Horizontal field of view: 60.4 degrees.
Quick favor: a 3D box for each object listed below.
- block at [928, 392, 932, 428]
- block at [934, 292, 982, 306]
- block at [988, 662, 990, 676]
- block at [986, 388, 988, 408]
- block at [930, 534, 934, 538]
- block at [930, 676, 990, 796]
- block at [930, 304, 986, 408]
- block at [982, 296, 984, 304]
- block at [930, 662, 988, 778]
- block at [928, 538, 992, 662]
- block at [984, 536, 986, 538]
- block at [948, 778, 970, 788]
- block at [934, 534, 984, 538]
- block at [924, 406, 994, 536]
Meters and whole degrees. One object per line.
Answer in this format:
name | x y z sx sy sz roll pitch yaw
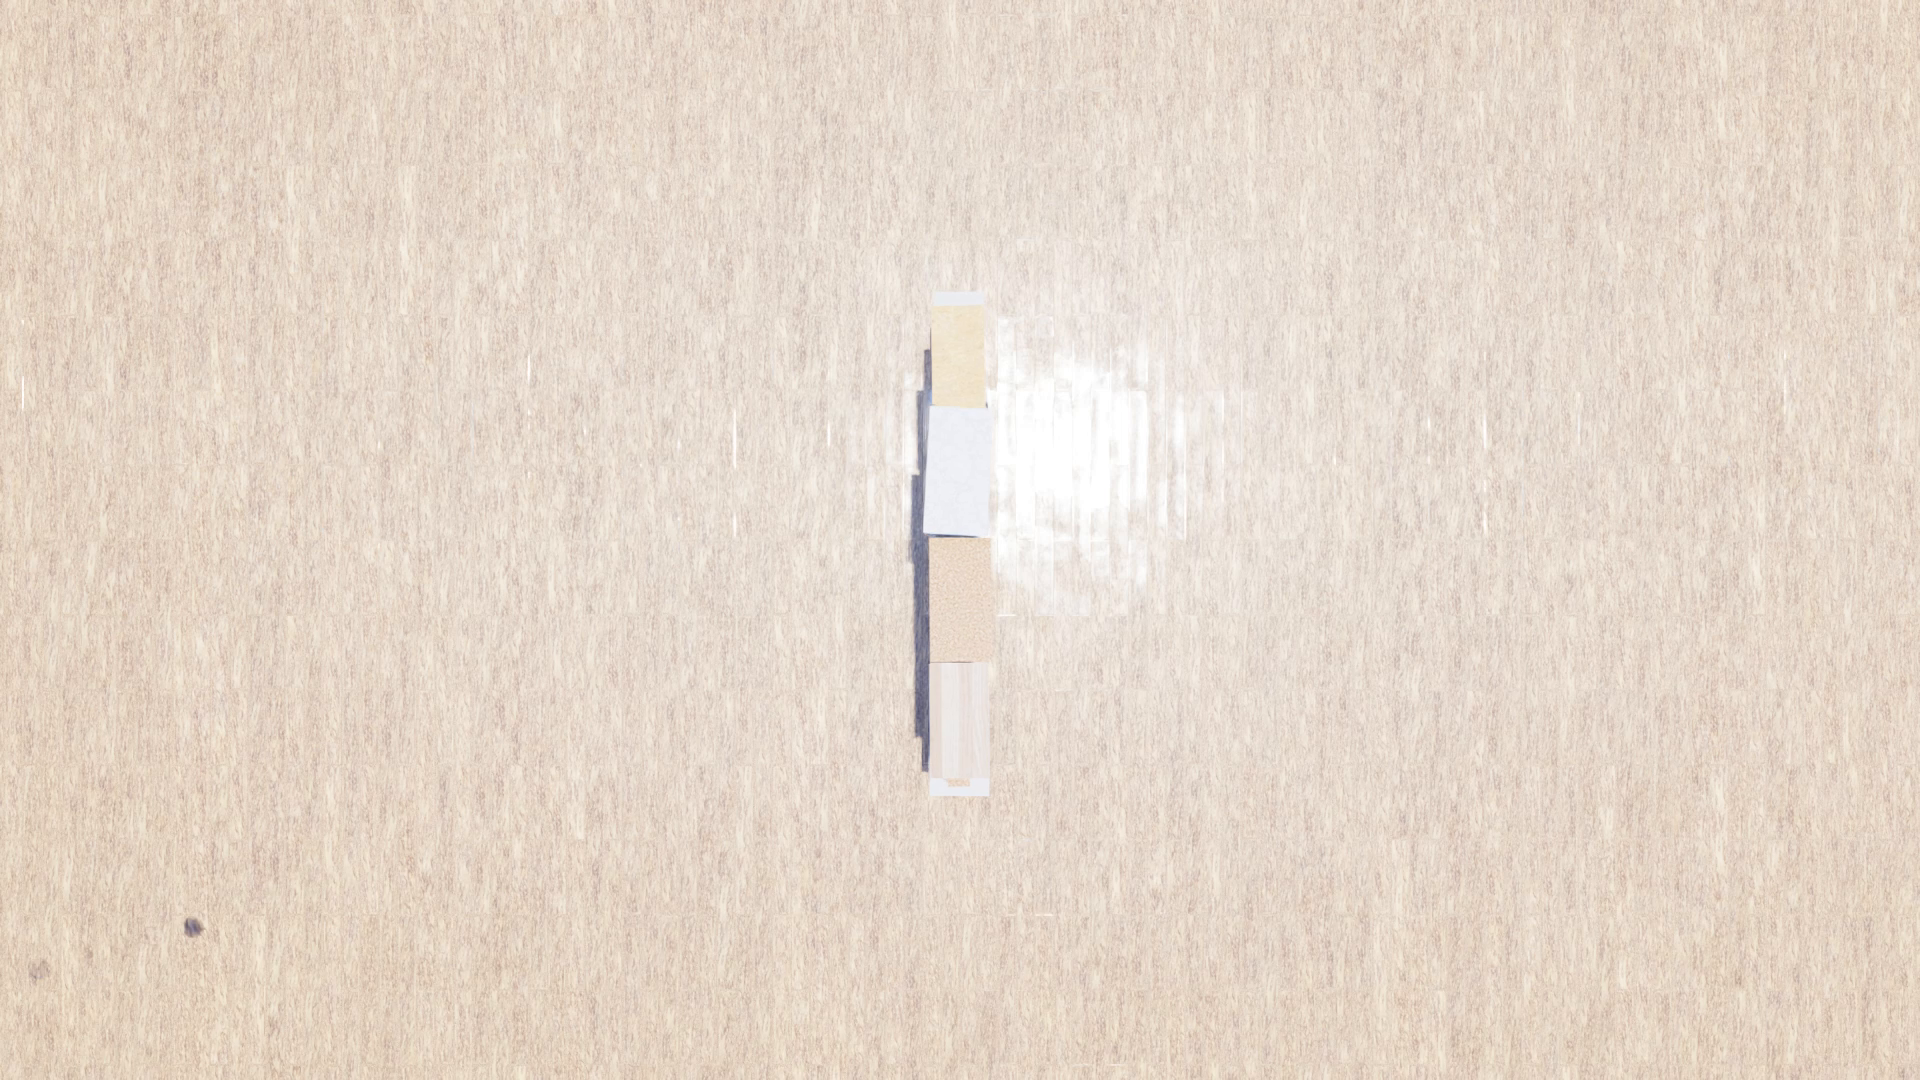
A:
block | -0.007 -0.253 4.554 0.156 0.044 0.311 0 90 0
block | -0.004 -0.552 4.596 0.136 0.039 0.273 0 90 0
block | 0.004 0.356 5.119 0.178 0.050 0.356 0 90 0
block | 0.005 -0.355 4.258 0.131 0.262 0.037 -1 87 0
block | -0.008 0.049 4.506 0.143 0.041 0.286 0 90 0
block | 0.000 0.560 4.729 0.170 0.048 0.340 1 90 0
block | -0.005 -0.451 4.108 0.131 0.037 0.262 -1 89 0
block | 0.002 -0.593 4.961 0.140 0.040 0.280 0 90 0
block | -0.002 0.433 3.984 0.140 0.040 0.279 0 91 1
block | 0.001 0.142 3.969 0.148 0.042 0.297 -1 90 0
block | -0.004 -0.126 5.127 0.174 0.049 0.348 0 90 0
block | -0.004 0.621 4.572 0.062 0.018 0.124 -1 90 0
block | -0.001 -0.129 4.221 0.123 0.035 0.247 1 90 0
block | -0.004 -0.161 3.884 0.149 0.042 0.298 3 90 0
